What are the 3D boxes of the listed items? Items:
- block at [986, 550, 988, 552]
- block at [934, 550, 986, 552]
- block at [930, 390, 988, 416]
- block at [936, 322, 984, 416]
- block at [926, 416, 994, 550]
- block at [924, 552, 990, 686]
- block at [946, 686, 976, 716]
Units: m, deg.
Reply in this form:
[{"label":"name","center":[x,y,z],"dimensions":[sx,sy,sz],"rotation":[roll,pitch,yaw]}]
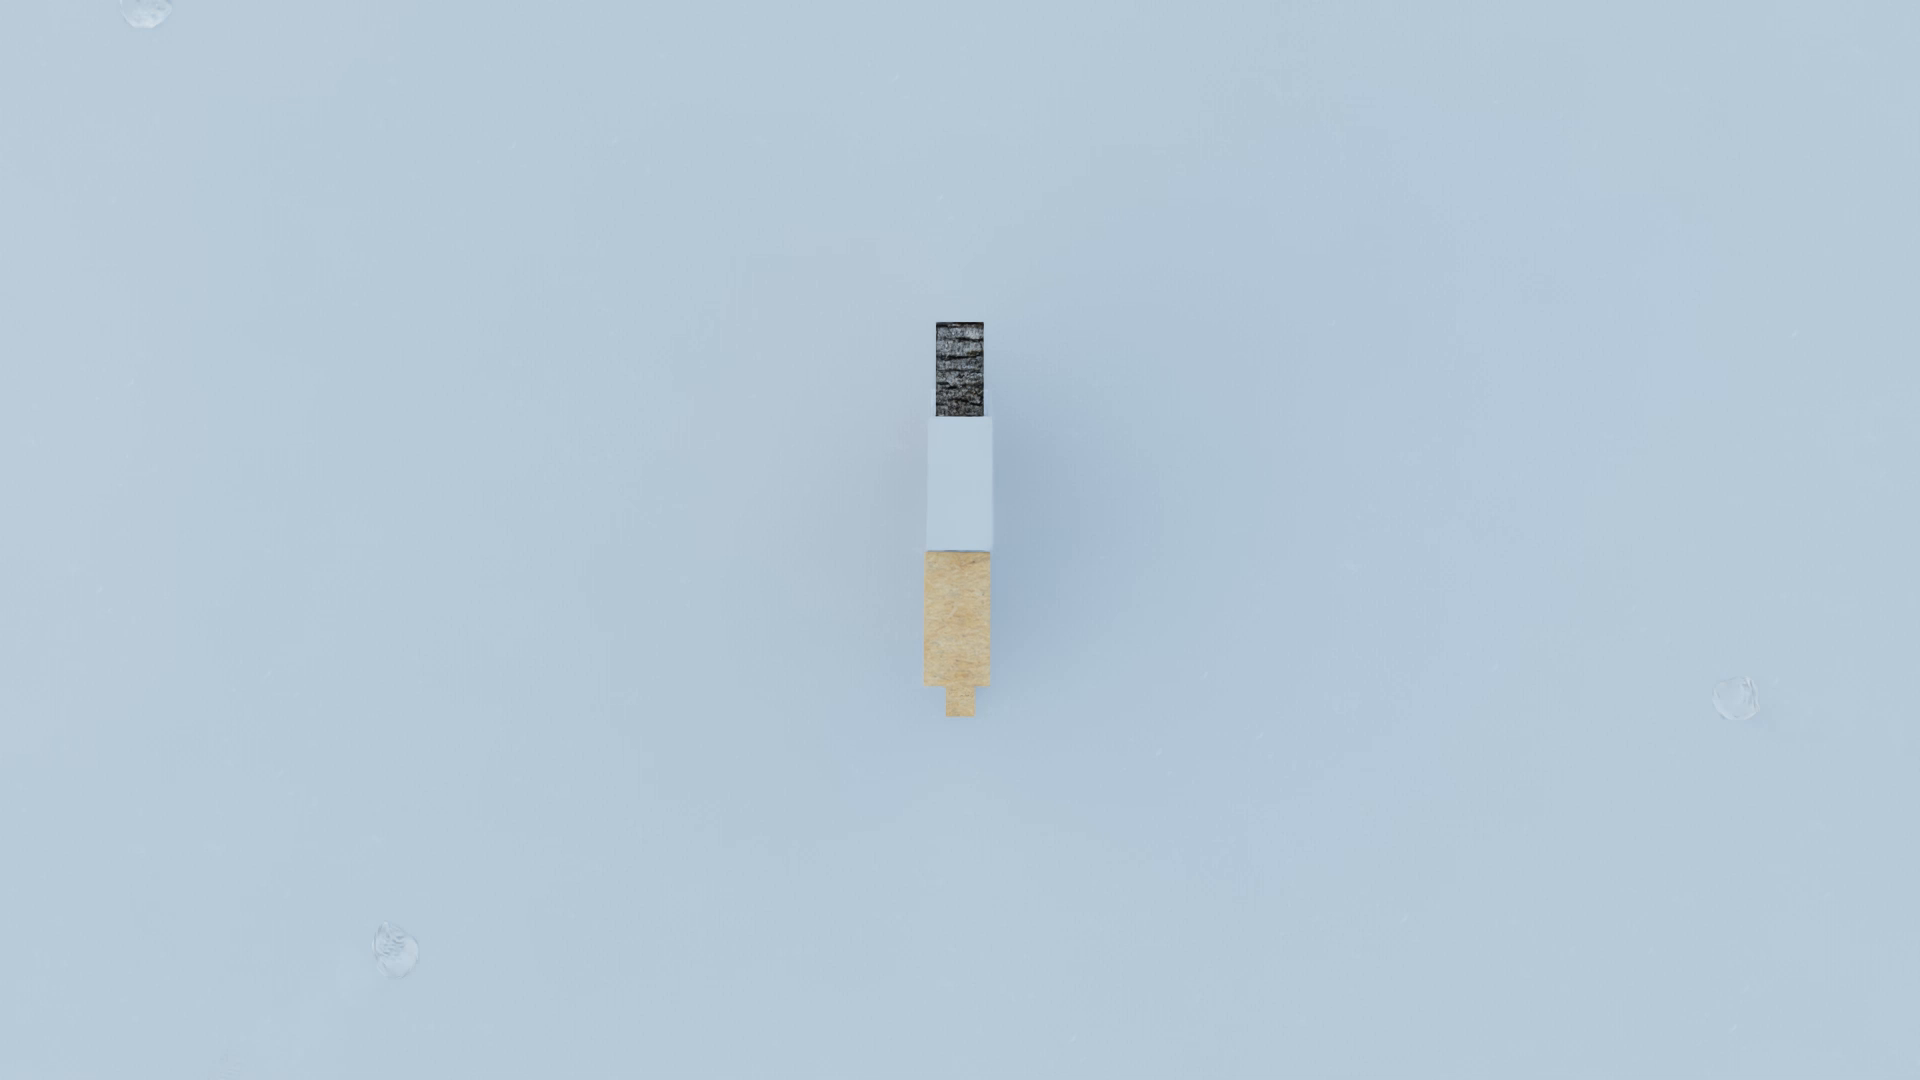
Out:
[{"label":"block","center":[0.003,-0.122,4.831],"dimensions":[0.162,0.046,0.325],"rotation":[0,90,0]},{"label":"block","center":[-0.001,0.149,4.511],"dimensions":[0.139,0.039,0.277],"rotation":[0,90,0]},{"label":"block","center":[-0.002,-0.254,4.478],"dimensions":[0.154,0.044,0.308],"rotation":[0,90,0]},{"label":"block","center":[-0.001,-0.431,4.196],"dimensions":[0.121,0.034,0.243],"rotation":[0,90,0]},{"label":"block","center":[0.001,-0.140,4.103],"dimensions":[0.165,0.047,0.329],"rotation":[0,90,0]},{"label":"block","center":[-0.007,0.198,4.134],"dimensions":[0.167,0.047,0.334],"rotation":[0,90,0]},{"label":"block","center":[0.001,0.461,5.169],"dimensions":[0.092,0.026,0.185],"rotation":[0,90,0]}]
